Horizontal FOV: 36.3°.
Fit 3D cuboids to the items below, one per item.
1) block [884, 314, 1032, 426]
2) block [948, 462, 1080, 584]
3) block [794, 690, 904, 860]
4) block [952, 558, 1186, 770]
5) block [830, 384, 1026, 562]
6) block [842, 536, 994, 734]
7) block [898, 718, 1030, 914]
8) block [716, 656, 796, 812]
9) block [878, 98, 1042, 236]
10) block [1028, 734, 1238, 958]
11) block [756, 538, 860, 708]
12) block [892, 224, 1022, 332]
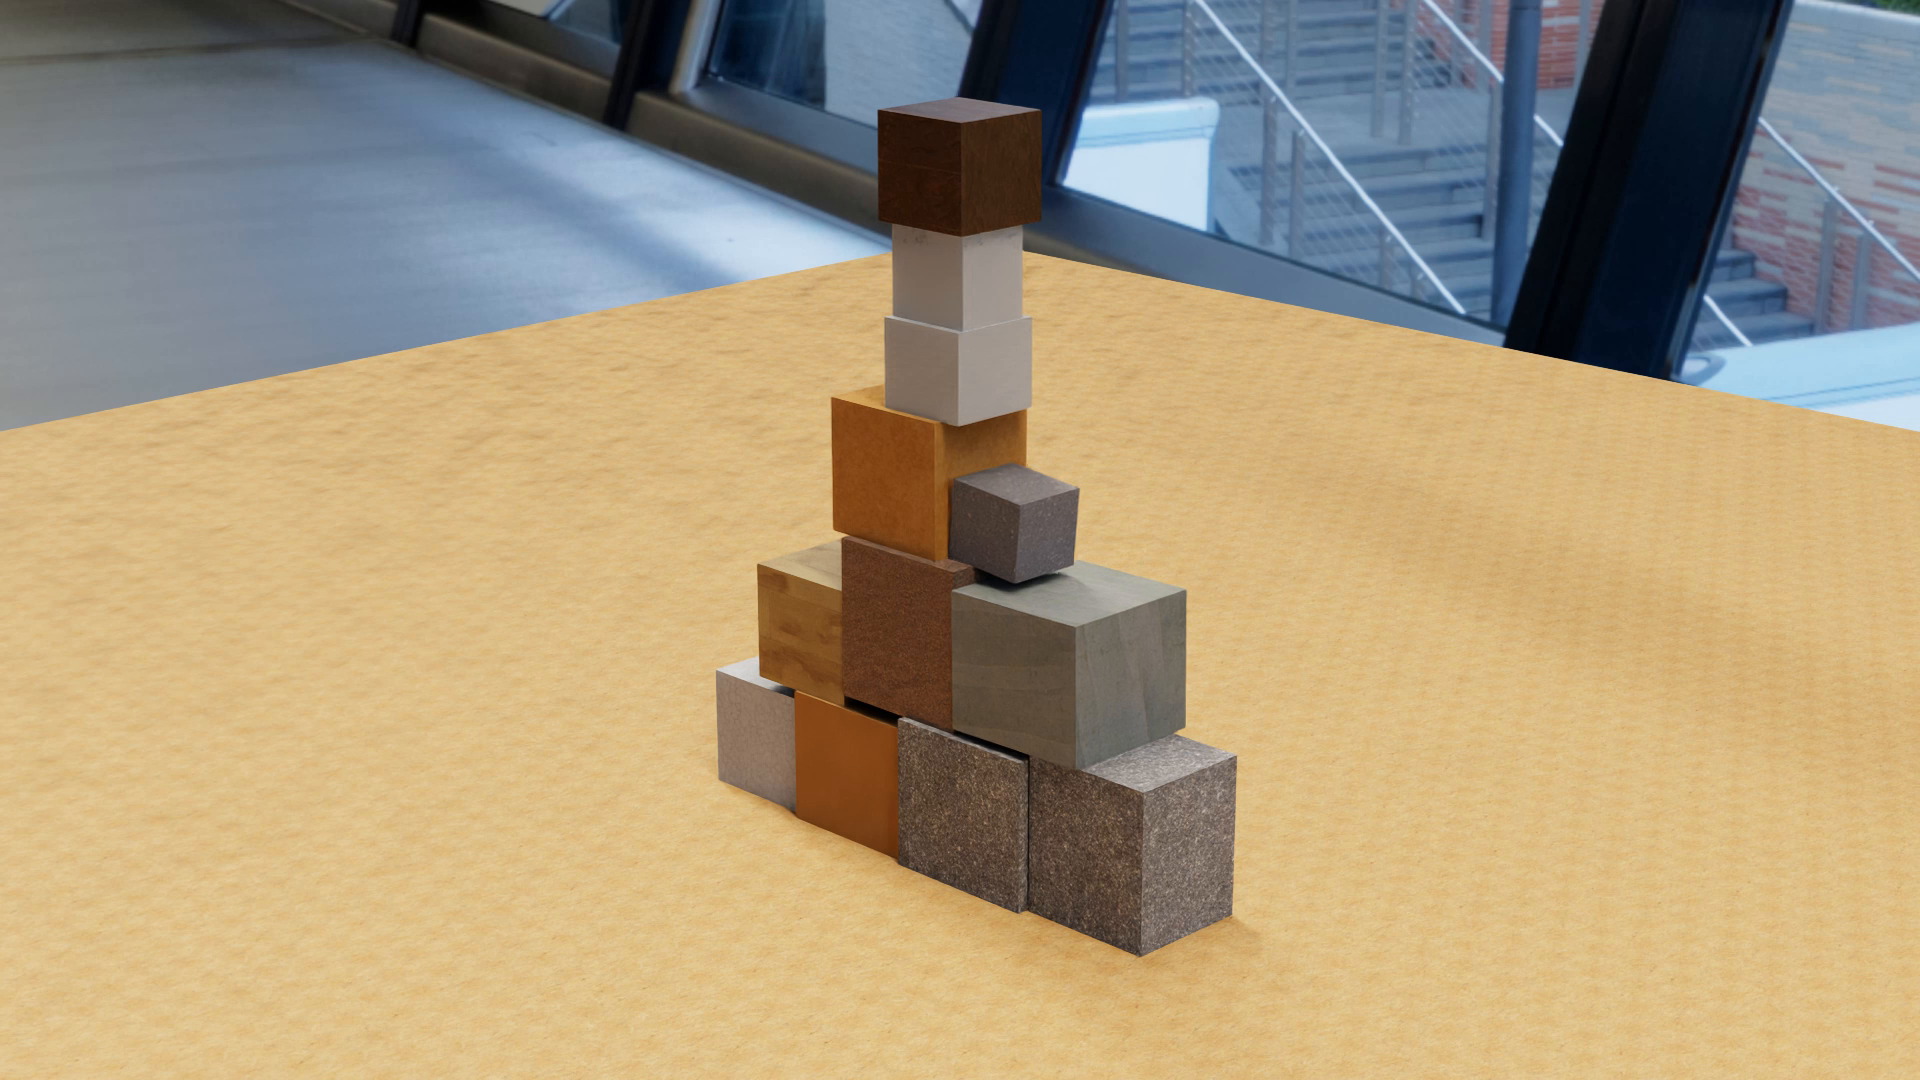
[{"bbox_3d":[-0.008,-0.794,13.091,0.466,0.417,0.464,-17,24,-42],"label":"block"},{"bbox_3d":[0.239,-0.080,13.041,0.378,0.368,0.416,-17,29,-42],"label":"block"},{"bbox_3d":[-0.296,1.036,13.965,0.645,0.650,0.736,-17,24,-42],"label":"block"},{"bbox_3d":[0.484,0.532,13.026,0.722,0.650,0.749,-17,23,-42],"label":"block"},{"bbox_3d":[-0.141,-0.340,13.407,0.589,0.636,0.671,-17,24,-42],"label":"block"},{"bbox_3d":[-0.045,0.359,13.520,0.683,0.767,0.729,-17,24,-42],"label":"block"},{"bbox_3d":[0.241,1.164,13.439,0.715,0.721,0.769,-17,24,-42],"label":"block"},{"bbox_3d":[-0.776,0.919,14.449,0.569,0.583,0.625,-17,24,-42],"label":"block"},{"bbox_3d":[-0.001,-1.640,12.835,0.515,0.490,0.497,16,24,42],"label":"block"},{"bbox_3d":[0.758,1.297,12.944,0.615,0.763,0.668,-17,24,-42],"label":"block"},{"bbox_3d":[-0.526,0.378,14.020,0.640,0.571,0.599,-17,24,-42],"label":"block"},{"bbox_3d":[-0.012,-1.197,12.961,0.373,0.430,0.441,-17,24,-42],"label":"block"}]
